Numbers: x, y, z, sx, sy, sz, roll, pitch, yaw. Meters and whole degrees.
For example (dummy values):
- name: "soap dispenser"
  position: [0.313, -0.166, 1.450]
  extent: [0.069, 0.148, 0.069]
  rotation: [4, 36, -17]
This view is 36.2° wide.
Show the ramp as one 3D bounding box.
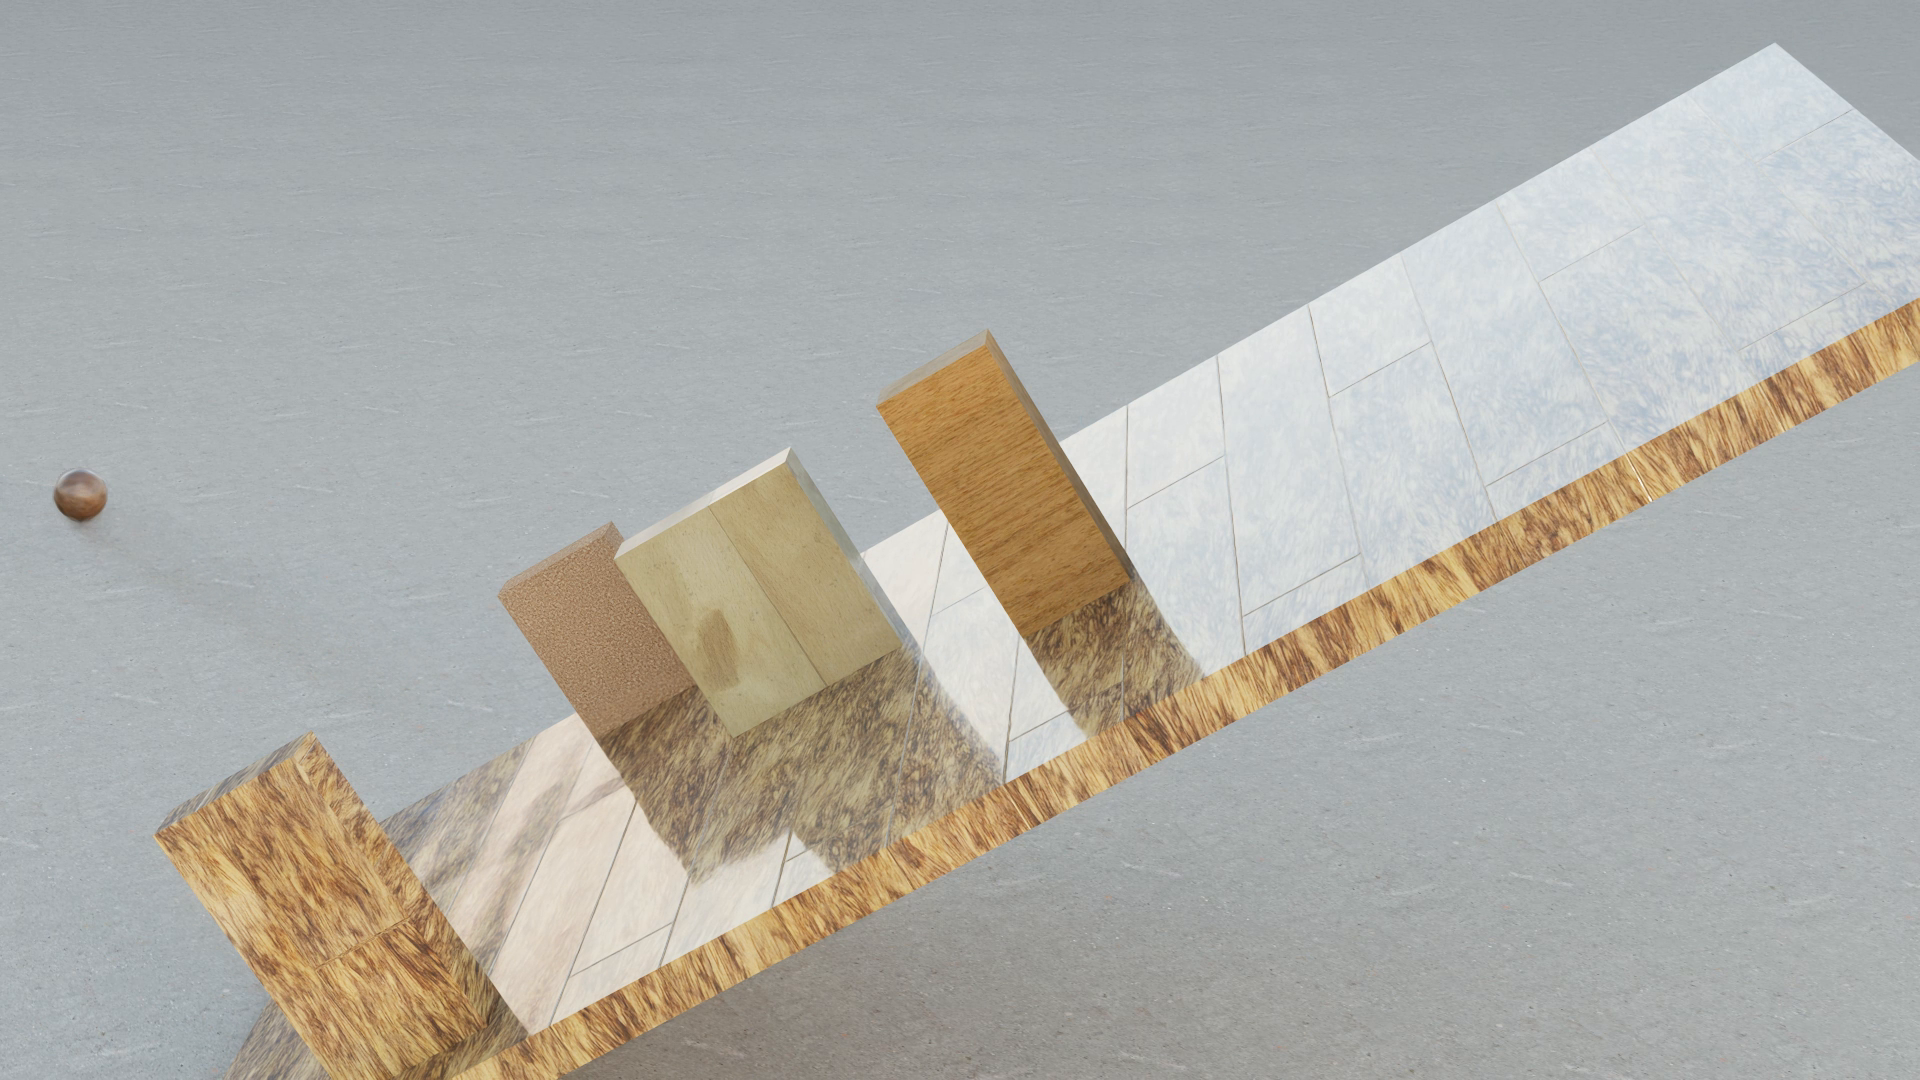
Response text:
- name: "ramp"
  position: [0.142, 0.168, 6.287]
  extent: [4.000, 0.100, 2.000]
  rotation: [-29, 15, 12]

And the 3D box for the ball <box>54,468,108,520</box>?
- name: "ball"
  position: [-3.064, -0.159, 10.251]
  extent: [0.181, 0.181, 0.181]
  rotation: [0, 19, 0]

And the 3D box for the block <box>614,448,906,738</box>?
- name: "block"
  position: [-0.437, 0.118, 6.476]
  extent: [0.445, 0.486, 0.112]
  rotation: [-29, 15, 12]

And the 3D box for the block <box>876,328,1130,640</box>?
- name: "block"
  position: [0.092, -0.112, 5.964]
  extent: [0.254, 0.573, 0.124]
  rotation: [-29, 15, 12]

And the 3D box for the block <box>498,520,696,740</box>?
- name: "block"
  position: [-0.865, 0.220, 7.135]
  extent: [0.312, 0.431, 0.104]
  rotation: [-29, 15, 12]

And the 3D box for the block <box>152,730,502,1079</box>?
- name: "block"
  position: [-1.233, 0.738, 5.755]
  extent: [0.337, 0.660, 0.128]
  rotation: [-29, 15, 12]
